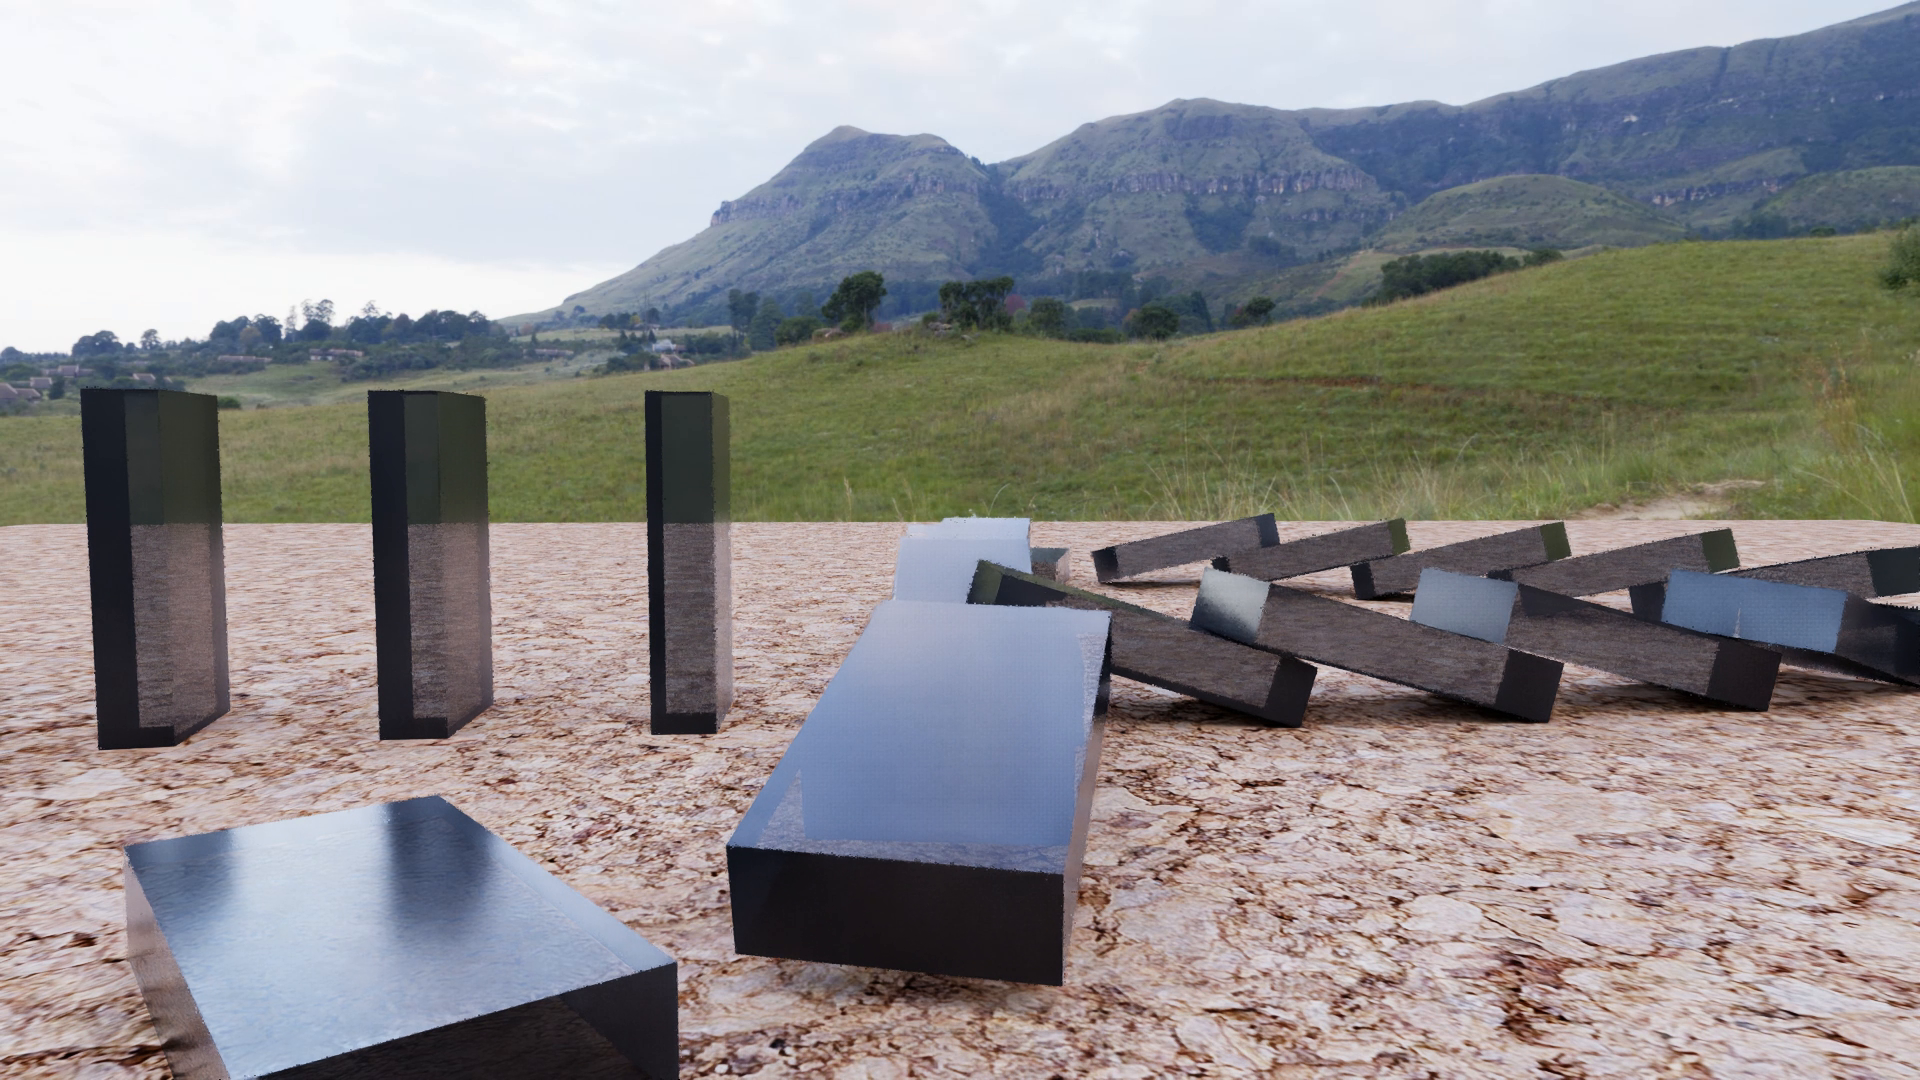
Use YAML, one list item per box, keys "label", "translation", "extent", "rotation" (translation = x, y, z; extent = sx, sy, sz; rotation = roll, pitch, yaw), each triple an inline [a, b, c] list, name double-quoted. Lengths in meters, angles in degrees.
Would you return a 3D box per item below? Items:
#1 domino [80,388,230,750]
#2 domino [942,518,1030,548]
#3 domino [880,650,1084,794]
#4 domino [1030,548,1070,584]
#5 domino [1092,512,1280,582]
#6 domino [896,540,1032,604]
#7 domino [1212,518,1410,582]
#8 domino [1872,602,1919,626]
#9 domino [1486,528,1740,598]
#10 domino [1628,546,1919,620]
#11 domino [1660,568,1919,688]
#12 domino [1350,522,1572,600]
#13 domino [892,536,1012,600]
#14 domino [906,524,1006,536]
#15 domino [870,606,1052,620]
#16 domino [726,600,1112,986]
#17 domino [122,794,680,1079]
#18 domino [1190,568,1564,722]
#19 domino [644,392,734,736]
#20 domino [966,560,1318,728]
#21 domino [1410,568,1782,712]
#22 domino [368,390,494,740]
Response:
- label: "domino"
  translation: [-0.118, 0.003, 0.190]
  extent: [0.009, 0.050, 0.025]
  rotation: [-1, 4, -14]
- label: "domino"
  translation: [0.005, 0.006, 0.345]
  extent: [0.025, 0.010, 0.050]
  rotation: [0, 18, 6]
- label: "domino"
  translation: [0.004, 0.024, 0.182]
  extent: [0.025, 0.009, 0.050]
  rotation: [0, 4, 3]
- label: "domino"
  translation: [0.018, 0.009, 0.384]
  extent: [0.025, 0.010, 0.050]
  rotation: [1, 4, 9]
- label: "domino"
  translation: [0.068, 0.002, 0.388]
  extent: [0.050, 0.009, 0.025]
  rotation: [-11, -3, -10]
- label: "domino"
  translation: [0.001, 0.013, 0.235]
  extent: [0.025, 0.009, 0.050]
  rotation: [0, 21, 0]
- label: "domino"
  translation: [0.101, 0.004, 0.368]
  extent: [0.050, 0.009, 0.025]
  rotation: [-14, -3, 29]
- label: "domino"
  translation: [0.186, 0.020, 0.241]
  extent: [0.025, 0.009, 0.050]
  rotation: [-1, 5, -18]
- label: "domino"
  translation: [0.161, 0.008, 0.318]
  extent: [0.025, 0.010, 0.050]
  rotation: [-4, -9, -45]
- label: "domino"
  translation: [0.179, 0.011, 0.283]
  extent: [0.025, 0.009, 0.050]
  rotation: [-3, -9, -32]
- label: "domino"
  translation: [0.143, 0.015, 0.217]
  extent: [0.050, 0.009, 0.025]
  rotation: [13, -2, -39]
- label: "domino"
  translation: [0.134, 0.006, 0.345]
  extent: [0.050, 0.010, 0.025]
  rotation: [-16, -6, 38]
- label: "domino"
  translation: [-0.001, 0.012, 0.268]
  extent: [0.025, 0.009, 0.050]
  rotation: [0, 19, 0]
- label: "domino"
  translation: [-0.001, 0.009, 0.307]
  extent: [0.025, 0.009, 0.050]
  rotation: [0, 19, 1]
- label: "domino"
  translation: [0.000, 0.021, 0.143]
  extent: [0.025, 0.009, 0.050]
  rotation: [0, 19, 4]
- label: "domino"
  translation: [0.000, 0.020, 0.117]
  extent: [0.025, 0.009, 0.050]
  rotation: [2, 19, 10]
- label: "domino"
  translation: [-0.043, 0.031, 0.094]
  extent: [0.025, 0.009, 0.050]
  rotation: [-3, 5, -38]
- label: "domino"
  translation: [0.065, 0.016, 0.203]
  extent: [0.050, 0.009, 0.025]
  rotation: [15, 1, -12]
- label: "domino"
  translation: [-0.041, 0.003, 0.199]
  extent: [0.009, 0.050, 0.025]
  rotation: [0, 4, -5]
- label: "domino"
  translation: [0.027, 0.016, 0.201]
  extent: [0.050, 0.009, 0.025]
  rotation: [17, 2, -8]
- label: "domino"
  translation: [0.103, 0.016, 0.210]
  extent: [0.050, 0.009, 0.025]
  rotation: [14, 1, -14]
- label: "domino"
  translation: [-0.080, 0.003, 0.195]
  extent: [0.010, 0.050, 0.025]
  rotation: [0, 4, -6]
